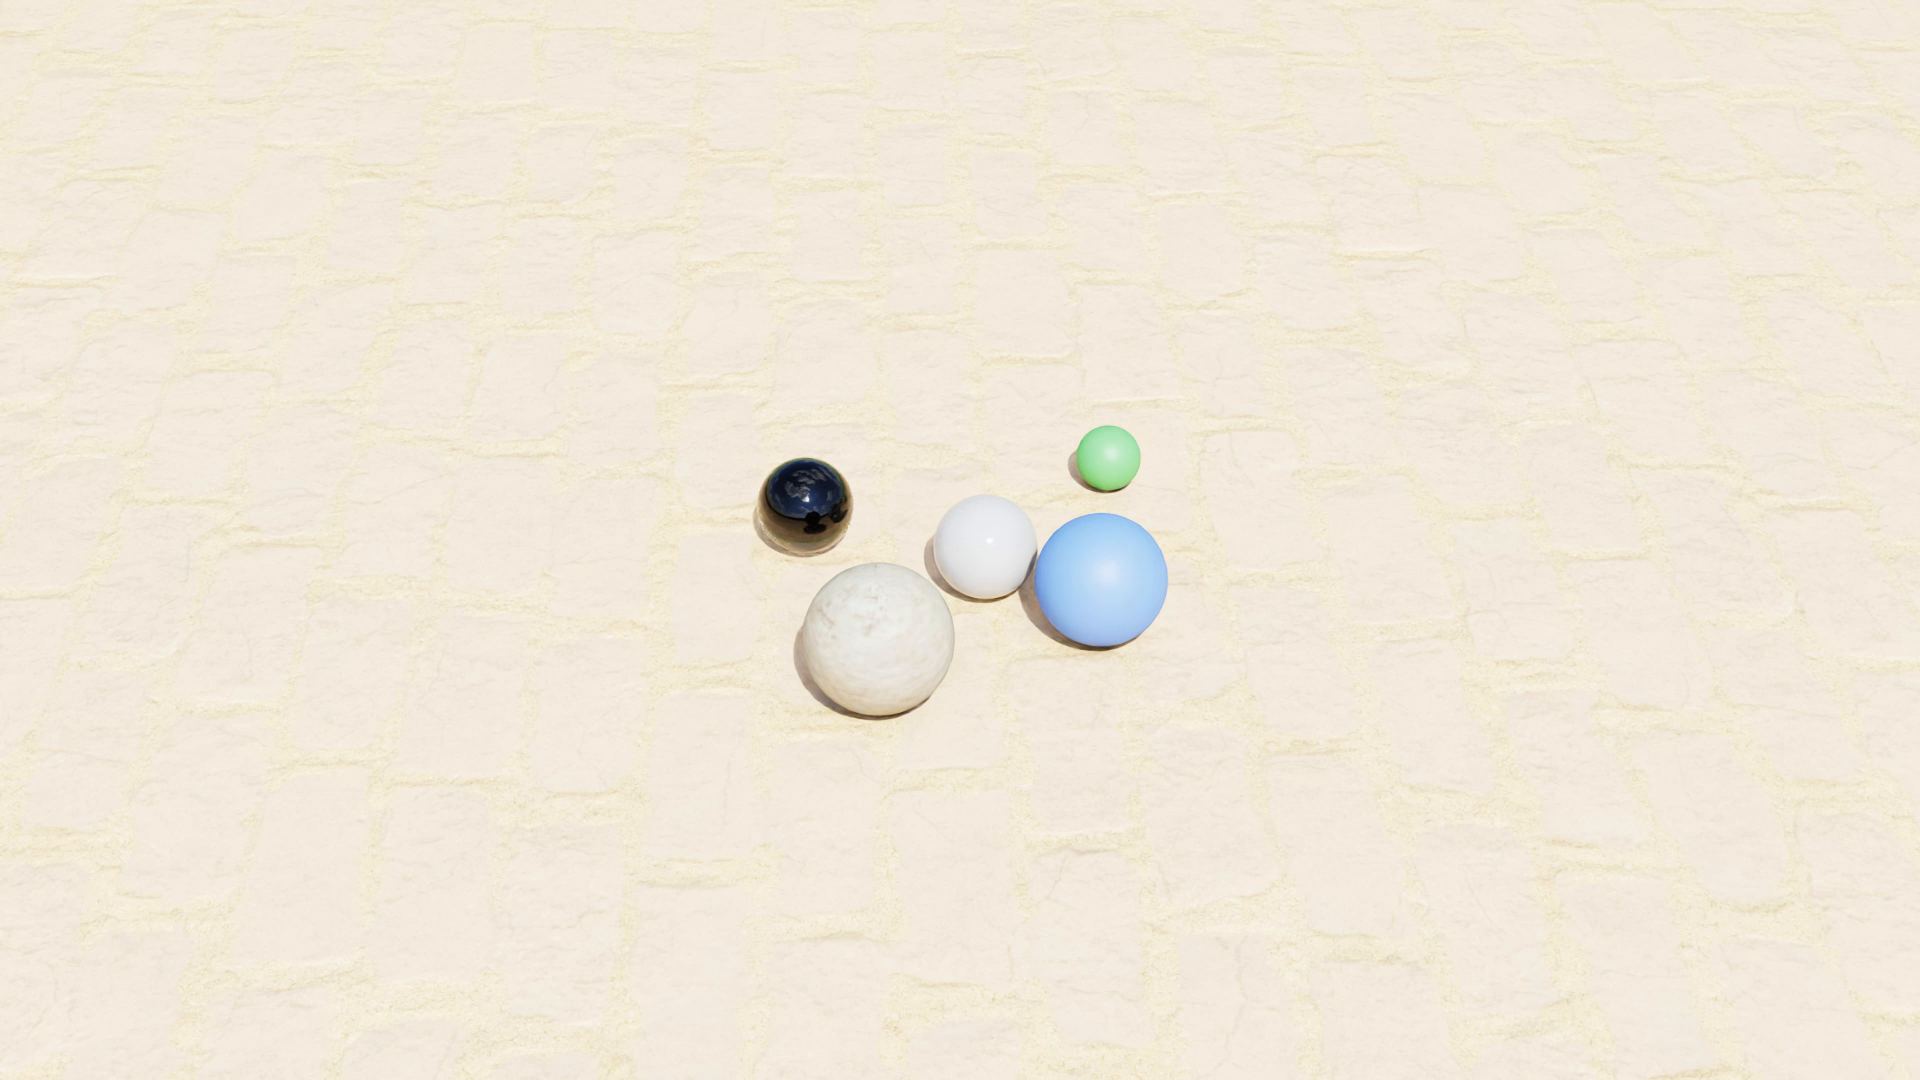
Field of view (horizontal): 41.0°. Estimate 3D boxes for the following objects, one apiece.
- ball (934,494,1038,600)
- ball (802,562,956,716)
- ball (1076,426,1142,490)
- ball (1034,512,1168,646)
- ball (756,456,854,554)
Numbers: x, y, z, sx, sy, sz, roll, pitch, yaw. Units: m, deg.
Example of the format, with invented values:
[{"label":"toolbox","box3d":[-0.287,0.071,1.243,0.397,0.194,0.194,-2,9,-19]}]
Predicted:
[{"label":"ball","box3d":[0.016,0.004,1.598,0.066,0.066,0.066,0,36,0]},{"label":"ball","box3d":[-0.048,0.058,1.504,0.090,0.090,0.090,0,36,0]},{"label":"ball","box3d":[0.098,-0.054,1.697,0.043,0.043,0.043,0,36,0]},{"label":"ball","box3d":[0.086,0.024,1.558,0.081,0.081,0.081,0,36,0]},{"label":"ball","box3d":[-0.099,-0.022,1.637,0.062,0.062,0.062,0,36,0]}]
